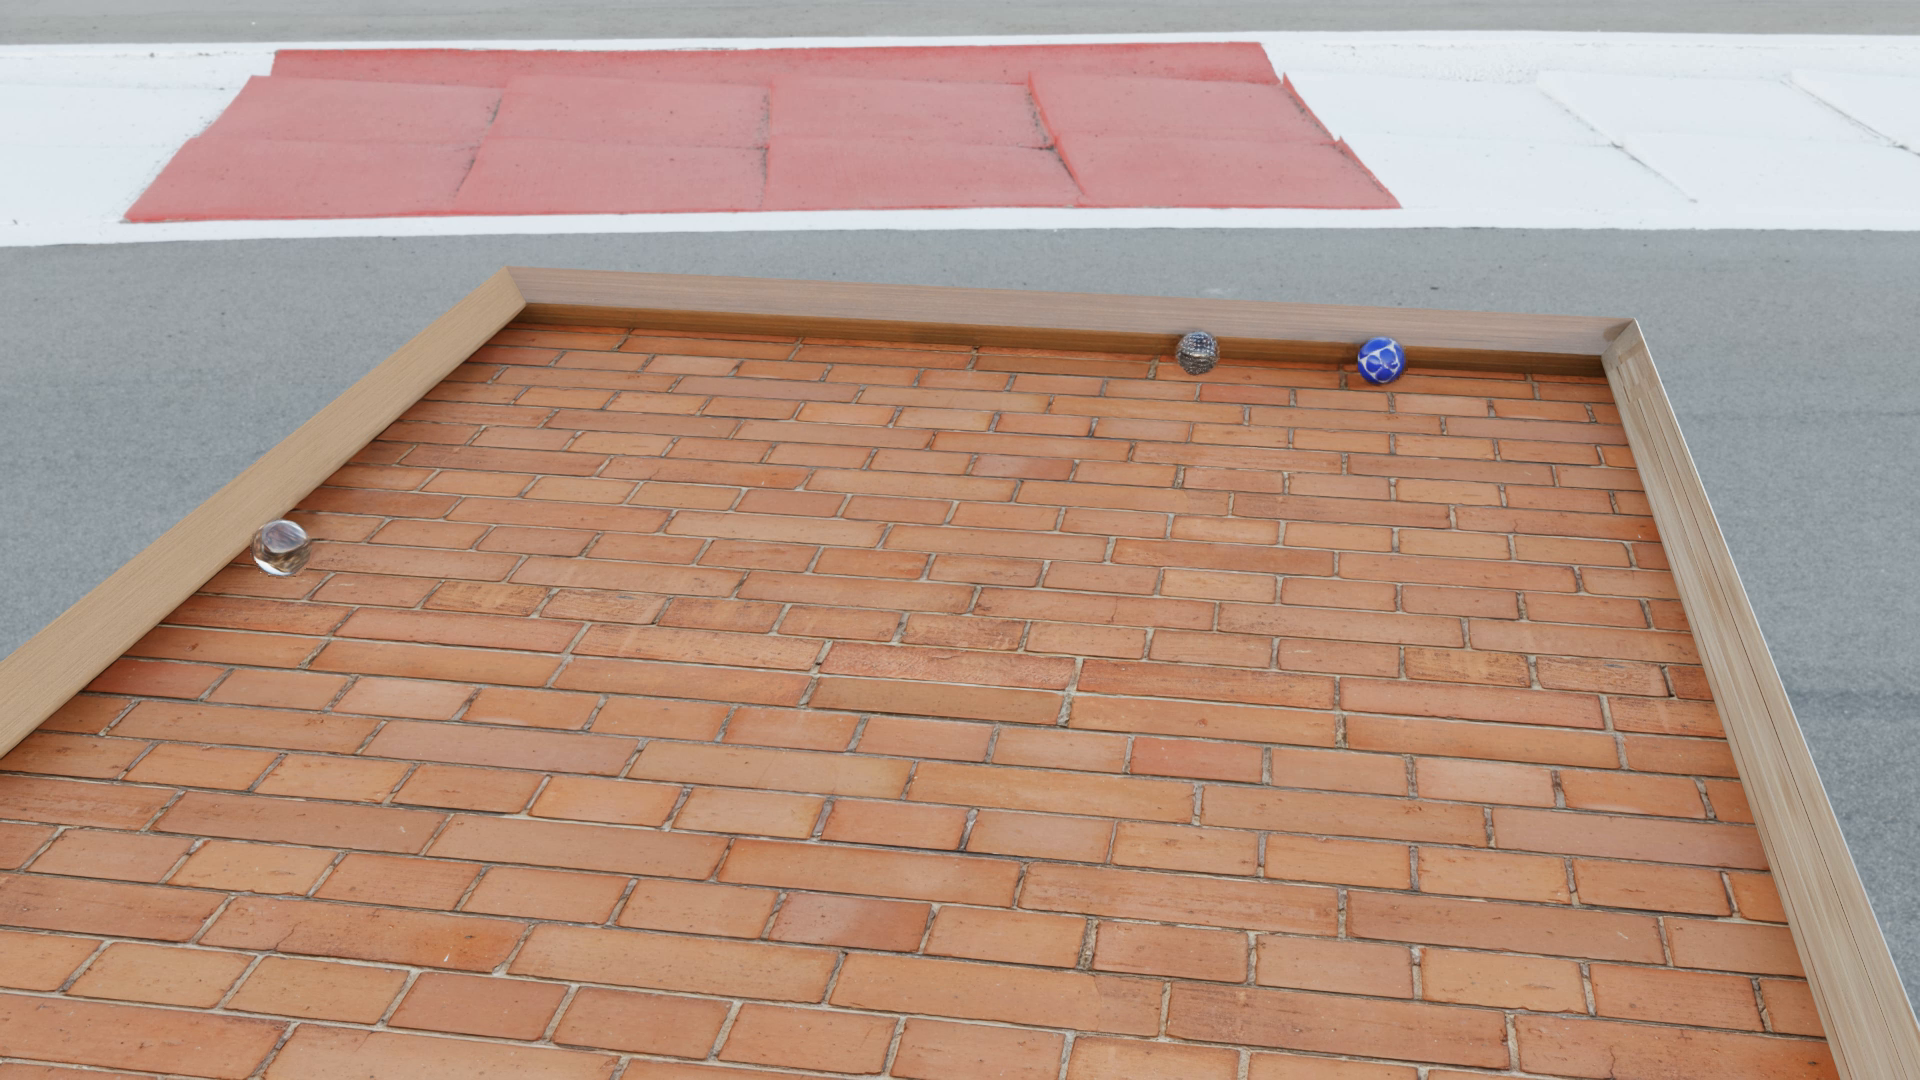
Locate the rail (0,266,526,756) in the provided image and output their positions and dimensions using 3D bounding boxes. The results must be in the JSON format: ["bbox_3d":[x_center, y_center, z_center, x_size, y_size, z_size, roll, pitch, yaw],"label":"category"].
[{"bbox_3d":[-0.872,0.235,1.774,0.045,0.083,3.036,4,23,8],"label":"rail"}]

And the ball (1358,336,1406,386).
[{"bbox_3d":[0.557,-0.237,2.908,0.064,0.064,0.064,0,23,0],"label":"ball"}]

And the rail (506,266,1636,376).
[{"bbox_3d":[0.118,-0.295,3.019,1.567,0.083,0.045,4,23,8],"label":"rail"}]

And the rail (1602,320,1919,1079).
[{"bbox_3d":[0.628,0.331,1.550,0.045,0.083,3.036,4,23,8],"label":"rail"}]

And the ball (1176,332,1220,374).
[{"bbox_3d":[0.318,-0.251,2.948,0.058,0.058,0.058,0,23,0],"label":"ball"}]

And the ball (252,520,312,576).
[{"bbox_3d":[-0.721,0.008,2.337,0.060,0.060,0.060,0,23,0],"label":"ball"}]
